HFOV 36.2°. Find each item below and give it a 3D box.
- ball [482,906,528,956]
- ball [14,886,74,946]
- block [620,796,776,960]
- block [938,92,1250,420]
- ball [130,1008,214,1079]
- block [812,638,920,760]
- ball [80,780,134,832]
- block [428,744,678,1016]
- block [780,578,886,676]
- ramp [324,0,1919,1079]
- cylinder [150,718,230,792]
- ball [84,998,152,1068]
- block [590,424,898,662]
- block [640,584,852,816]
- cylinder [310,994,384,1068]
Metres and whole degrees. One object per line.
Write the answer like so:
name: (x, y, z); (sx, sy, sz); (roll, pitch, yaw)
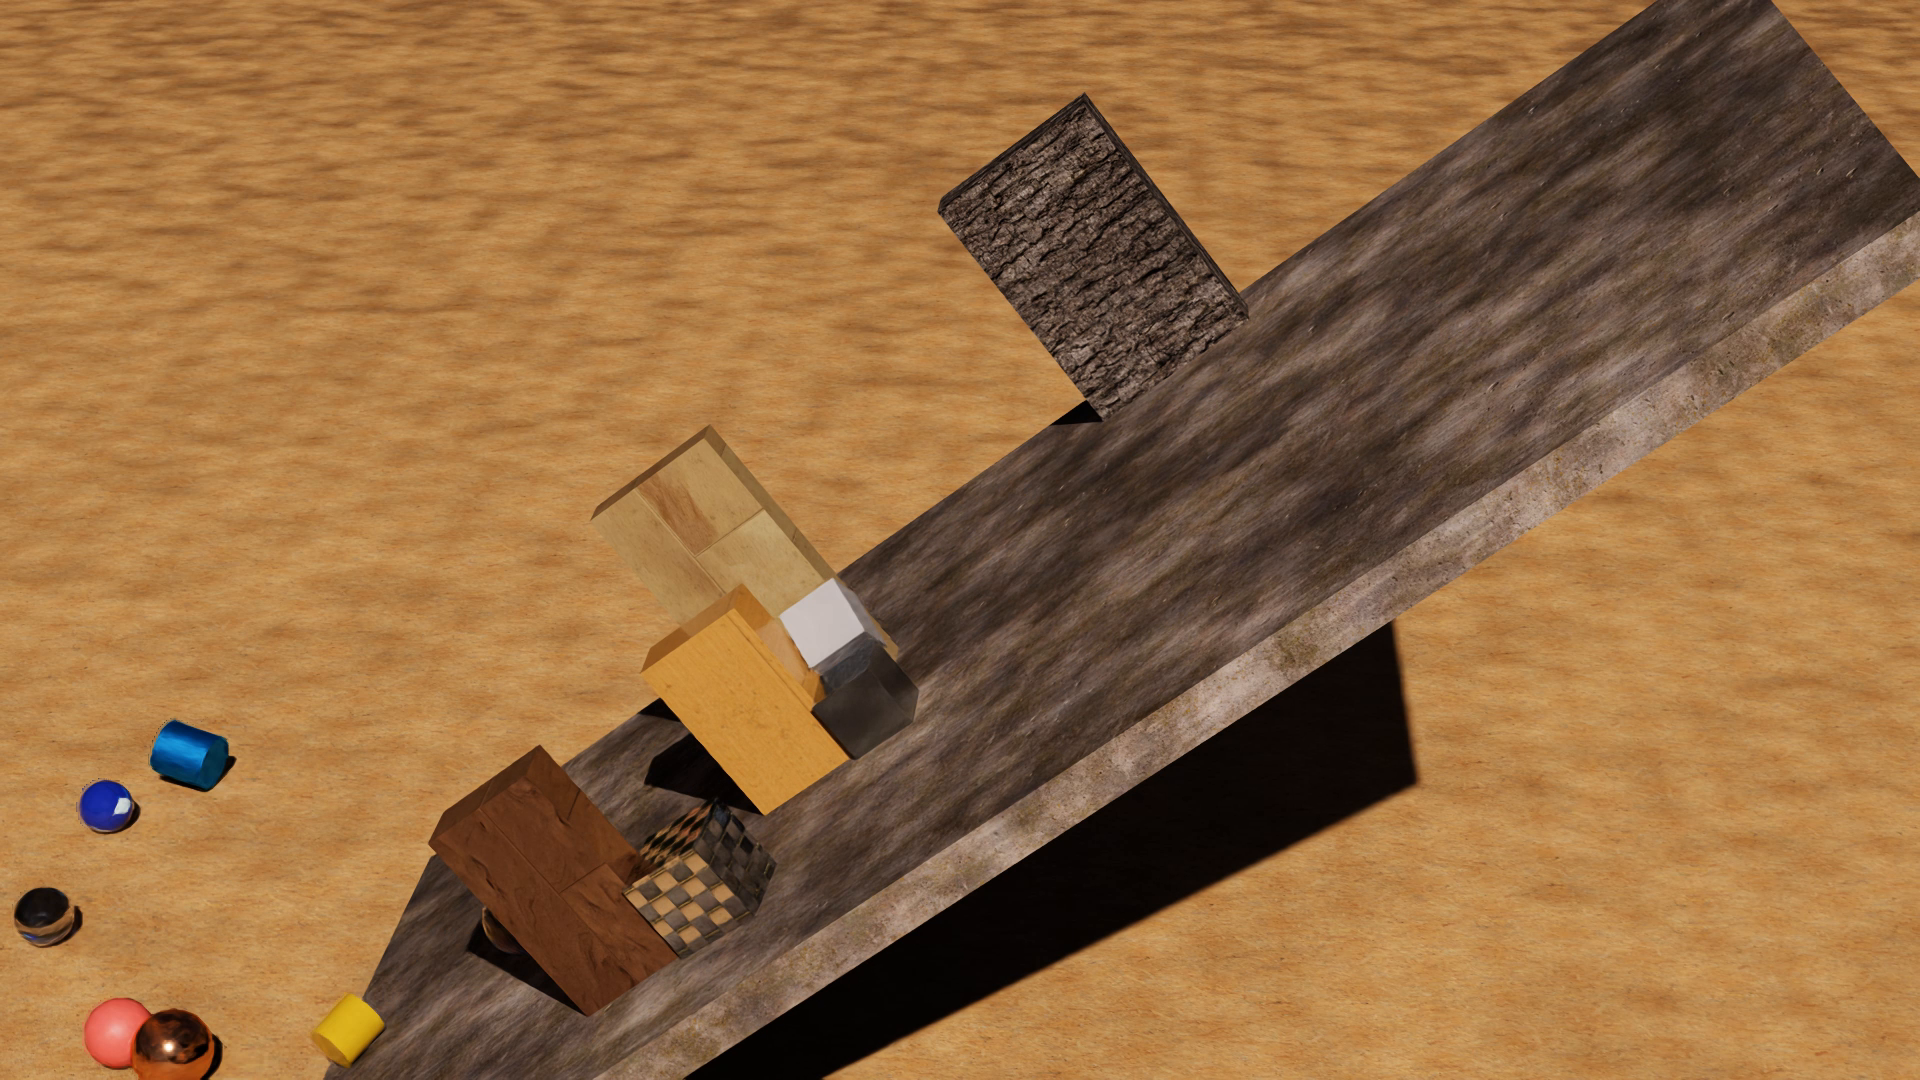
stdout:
ball: (-0.975, 0.837, 6.525); (0.169, 0.169, 0.169); (0, 23, 0)
ball: (-2.348, 0.964, 7.538); (0.151, 0.151, 0.151); (0, 23, 0)
block: (-0.521, 0.675, 5.889); (0.193, 0.193, 0.193); (-32, 17, 24)
block: (0.312, -0.653, 6.837); (0.420, 0.639, 0.114); (-35, 16, 17)
ball: (-1.855, 1.201, 6.924); (0.192, 0.192, 0.192); (0, 23, 0)
block: (-0.197, 0.334, 6.175); (0.151, 0.151, 0.151); (-35, 16, 17)
ball: (-2.348, 0.733, 8.092); (0.144, 0.144, 0.144); (0, 23, 0)
block: (-0.798, 0.689, 5.928); (0.263, 0.492, 0.133); (-35, 16, 17)
block: (-0.270, 0.194, 6.272); (0.142, 0.142, 0.142); (-35, 67, 6)
ramp: (0.127, 0.181, 6.327); (4.000, 0.100, 2.000); (-35, 16, 17)
cylinder: (-2.177, 0.608, 8.314); (0.155, 0.155, 0.155); (25, 29, 13)
ball: (-2.005, 1.176, 7.018); (0.165, 0.165, 0.165); (0, 23, 0)
block: (-0.472, 0.100, 6.494); (0.327, 0.664, 0.086); (-35, 16, 17)
block: (-0.436, 0.338, 6.220); (0.257, 0.413, 0.129); (-35, 16, 17)
cylinder: (-1.415, 1.134, 6.798); (0.120, 0.120, 0.120); (17, 53, 35)
